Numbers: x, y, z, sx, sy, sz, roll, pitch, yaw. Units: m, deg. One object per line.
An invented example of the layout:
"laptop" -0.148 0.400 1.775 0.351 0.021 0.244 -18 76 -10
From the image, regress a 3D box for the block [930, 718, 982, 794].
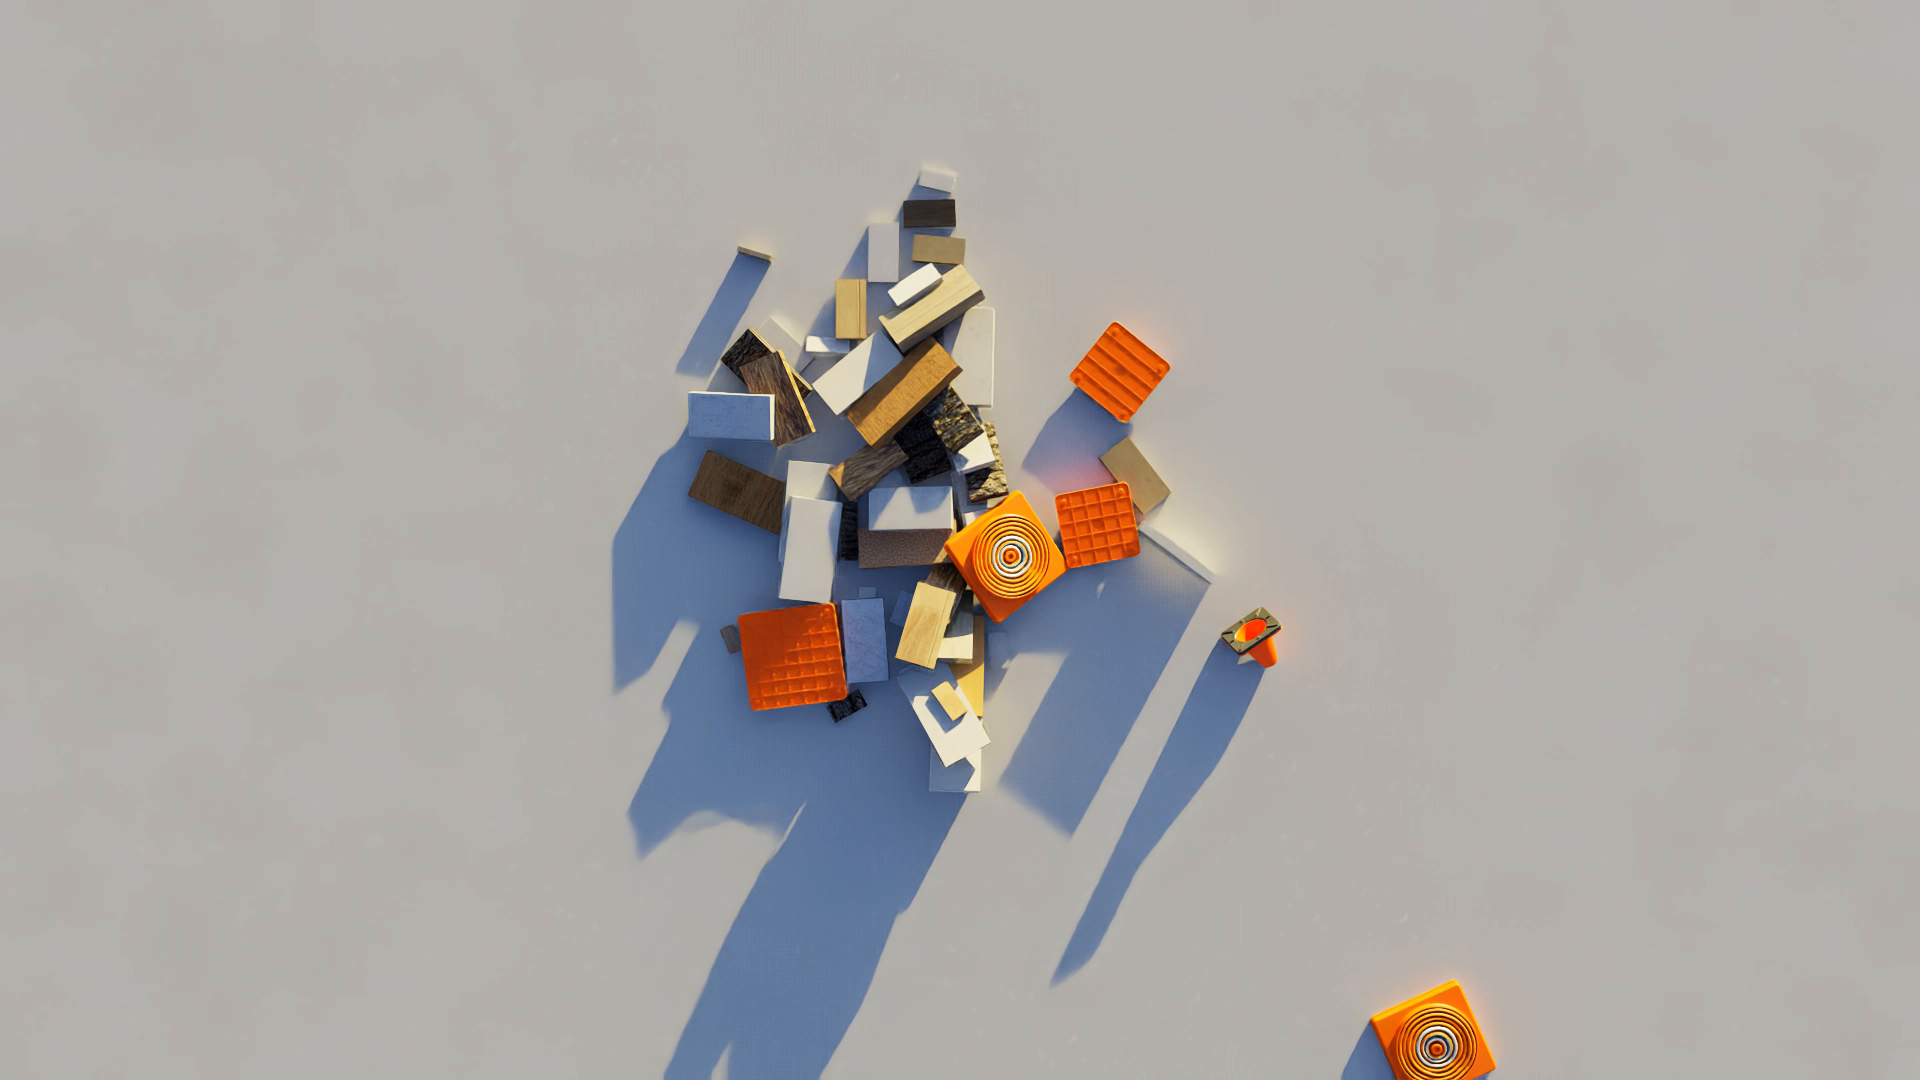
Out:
"block" -0.012 0.661 5.428 0.166 0.047 0.331 2 73 0

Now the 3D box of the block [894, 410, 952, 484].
"block" -0.156 -0.377 5.479 0.145 0.041 0.355 -21 90 0

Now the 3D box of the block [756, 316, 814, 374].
"block" -0.590 -0.638 5.486 0.198 0.028 0.099 43 90 0

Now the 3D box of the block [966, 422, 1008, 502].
"block" 0.073 -0.258 5.440 0.127 0.036 0.254 -12 70 0

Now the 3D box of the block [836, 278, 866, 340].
"block" -0.362 -0.766 5.476 0.099 0.028 0.198 0 87 -5

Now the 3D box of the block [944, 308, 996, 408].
"block" 0.029 -0.602 5.447 0.163 0.046 0.326 1 83 7

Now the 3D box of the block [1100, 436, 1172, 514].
"block" 0.582 -0.215 5.483 0.119 0.034 0.238 -38 90 0

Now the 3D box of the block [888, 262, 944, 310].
"block" -0.148 -0.842 5.464 0.173 0.024 0.086 -33 52 0

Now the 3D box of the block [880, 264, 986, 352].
"block" -0.092 -0.763 5.428 0.326 0.046 0.163 -33 47 0

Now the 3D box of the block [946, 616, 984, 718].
"block" -0.005 0.415 5.441 0.166 0.047 0.331 1 77 0

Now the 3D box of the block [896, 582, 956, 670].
"block" -0.112 0.278 5.328 0.129 0.036 0.257 17 77 -2

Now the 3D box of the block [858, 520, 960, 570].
"block" -0.169 0.016 5.436 0.332 0.039 0.137 -4 81 12

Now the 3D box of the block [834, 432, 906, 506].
"block" -0.285 -0.215 5.479 0.145 0.041 0.291 -31 90 0

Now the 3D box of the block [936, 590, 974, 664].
"block" -0.022 0.281 5.412 0.129 0.036 0.257 2 58 0

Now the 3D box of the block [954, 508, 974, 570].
"block" 0.031 -0.009 5.455 0.100 0.028 0.201 -13 81 -19

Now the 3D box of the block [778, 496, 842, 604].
"block" -0.492 0.032 5.409 0.167 0.047 0.333 7 94 -15

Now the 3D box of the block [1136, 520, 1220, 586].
"block" 0.717 0.043 5.440 0.305 0.119 0.034 37 90 0

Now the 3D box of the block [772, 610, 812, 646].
"block" -0.561 0.292 5.491 0.122 0.017 0.061 37 90 0

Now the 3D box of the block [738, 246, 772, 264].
"block" -0.681 -0.947 5.472 0.113 0.056 0.016 16 90 0

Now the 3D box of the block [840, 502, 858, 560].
"block" -0.367 -0.028 5.468 0.056 0.016 0.197 1 104 0

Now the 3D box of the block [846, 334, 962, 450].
"block" -0.185 -0.483 5.394 0.386 0.046 0.163 -43 62 5

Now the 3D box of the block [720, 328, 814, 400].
"block" -0.640 -0.549 5.462 0.288 0.041 0.144 45 104 0

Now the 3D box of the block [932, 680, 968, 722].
"block" -0.033 0.520 5.337 0.059 0.017 0.119 -35 80 -7

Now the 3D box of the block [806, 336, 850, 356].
"block" -0.439 -0.644 5.476 0.141 0.016 0.056 3 64 -4

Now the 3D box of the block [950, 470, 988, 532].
"block" 0.038 -0.133 5.455 0.100 0.028 0.201 -8 80 -19

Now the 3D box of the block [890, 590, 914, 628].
"block" -0.188 0.229 5.492 0.056 0.016 0.113 22 90 0

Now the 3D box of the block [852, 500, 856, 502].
"block" -0.370 -0.162 5.477 0.013 0.046 0.092 -27 90 -3

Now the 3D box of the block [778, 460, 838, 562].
"block" -0.501 -0.089 5.443 0.166 0.047 0.333 4 95 -15

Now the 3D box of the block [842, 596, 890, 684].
"block" -0.313 0.331 5.469 0.137 0.039 0.275 -4 94 1

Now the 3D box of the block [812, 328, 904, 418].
"block" -0.332 -0.549 5.456 0.291 0.041 0.145 -40 70 0

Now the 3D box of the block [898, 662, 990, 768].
"block" -0.053 0.554 5.362 0.166 0.047 0.331 -28 79 -6

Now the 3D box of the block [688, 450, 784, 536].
"block" -0.714 -0.156 5.476 0.336 0.047 0.167 24 90 0

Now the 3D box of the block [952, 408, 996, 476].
"block" 0.020 -0.347 5.434 0.127 0.036 0.254 -17 67 0

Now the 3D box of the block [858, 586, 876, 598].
"block" -0.310 0.213 5.492 0.056 0.016 0.112 3 90 0

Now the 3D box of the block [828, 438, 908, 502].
"block" -0.301 -0.243 5.424 0.239 0.034 0.119 -37 90 -8

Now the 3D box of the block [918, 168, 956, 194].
"block" -0.076 -1.196 5.492 0.113 0.016 0.056 13 90 0

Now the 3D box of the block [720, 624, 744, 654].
"block" -0.762 0.330 5.493 0.046 0.013 0.092 -23 90 0

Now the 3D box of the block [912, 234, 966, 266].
"block" -0.070 -0.965 5.488 0.173 0.024 0.086 5 90 0

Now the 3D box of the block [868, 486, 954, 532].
"block" -0.160 -0.102 5.405 0.275 0.039 0.137 -1 83 11

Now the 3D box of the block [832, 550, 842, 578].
"block" -0.410 0.078 5.476 0.013 0.046 0.092 -4 90 19

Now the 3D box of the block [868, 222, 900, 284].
"block" -0.254 -0.956 5.486 0.099 0.028 0.198 1 90 0

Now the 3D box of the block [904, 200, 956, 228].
"block" -0.101 -1.086 5.488 0.173 0.024 0.086 -2 90 0

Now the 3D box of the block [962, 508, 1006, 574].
"block" 0.078 0.002 5.416 0.100 0.028 0.201 -14 95 -19

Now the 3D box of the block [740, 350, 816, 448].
"block" -0.600 -0.464 5.429 0.144 0.041 0.288 -21 96 13

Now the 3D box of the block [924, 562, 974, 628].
"block" -0.046 0.146 5.428 0.129 0.036 0.257 25 64 0

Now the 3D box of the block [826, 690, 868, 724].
"block" -0.377 0.554 5.491 0.122 0.017 0.061 -29 90 0

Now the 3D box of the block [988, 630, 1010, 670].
"block" 0.129 0.366 5.491 0.061 0.017 0.122 -6 90 0

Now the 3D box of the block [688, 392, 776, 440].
"block" -0.752 -0.410 5.431 0.288 0.041 0.144 4 103 14

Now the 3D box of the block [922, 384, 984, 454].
"block" -0.043 -0.419 5.389 0.127 0.036 0.254 -37 75 8
